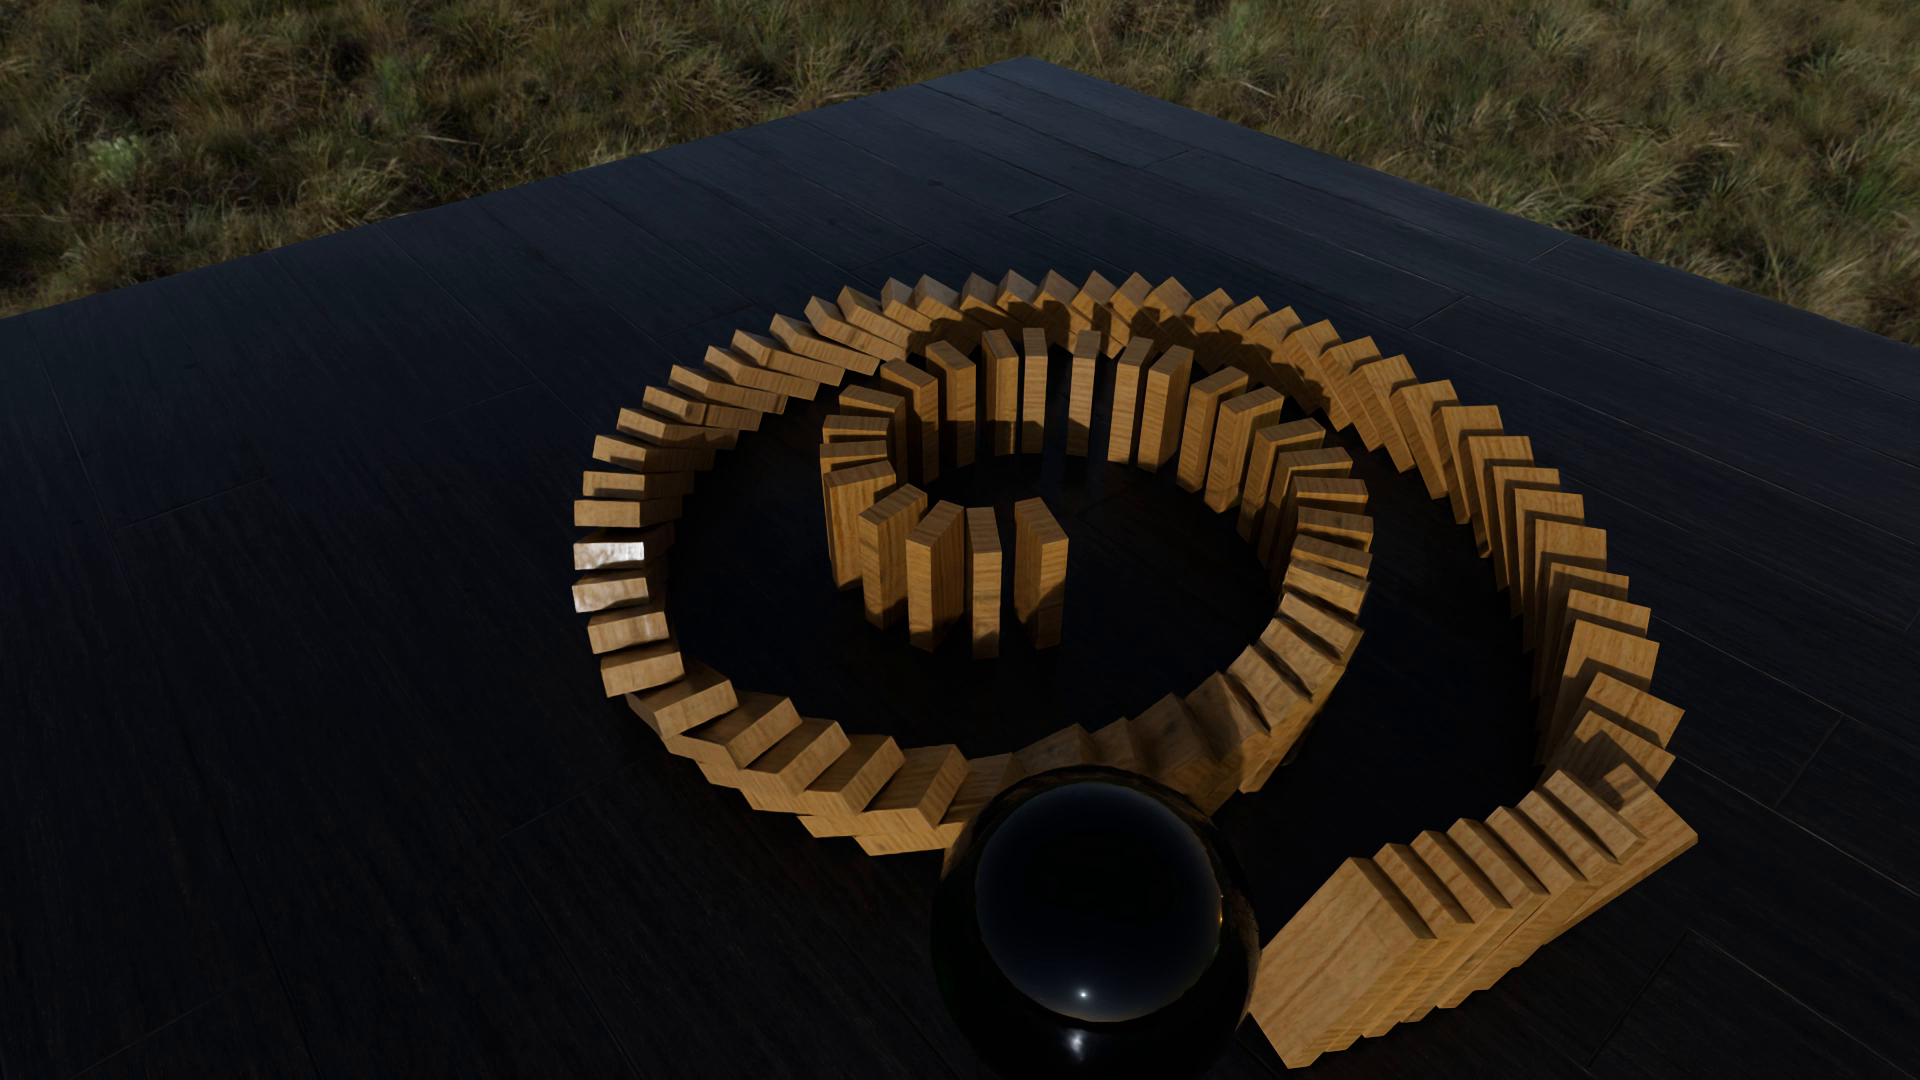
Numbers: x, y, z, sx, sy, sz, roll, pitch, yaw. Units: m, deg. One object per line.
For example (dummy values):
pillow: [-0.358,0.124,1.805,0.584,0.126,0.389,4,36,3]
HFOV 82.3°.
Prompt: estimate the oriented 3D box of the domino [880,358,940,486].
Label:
domino: [-0.021,-0.051,0.473,0.025,0.050,0.009,32,49,33]

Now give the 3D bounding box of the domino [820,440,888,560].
domino: [-0.040,-0.015,0.430,0.025,0.050,0.009,-4,39,-5]

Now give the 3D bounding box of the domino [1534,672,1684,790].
domino: [0.198,0.069,0.340,0.025,0.009,0.050,29,79,30]

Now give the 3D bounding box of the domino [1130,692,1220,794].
domino: [0.052,0.071,0.333,0.050,0.010,0.025,-40,38,16]

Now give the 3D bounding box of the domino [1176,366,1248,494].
domino: [0.107,-0.047,0.468,0.025,0.050,0.009,-27,46,-29]

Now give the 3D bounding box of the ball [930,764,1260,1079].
ball: [0.032,0.096,0.271,0.080,0.080,0.080,0,39,0]

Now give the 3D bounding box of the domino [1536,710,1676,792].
domino: [0.186,0.079,0.328,0.025,0.009,0.050,33,81,34]

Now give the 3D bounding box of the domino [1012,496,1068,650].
domino: [0.028,0.012,0.396,0.010,0.050,0.025,-13,41,-15]

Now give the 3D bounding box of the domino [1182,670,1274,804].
domino: [0.069,0.066,0.337,0.009,0.050,0.025,31,21,-37]

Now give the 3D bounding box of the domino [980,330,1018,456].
domino: [0.017,-0.066,0.492,0.009,0.050,0.025,-9,40,-11]

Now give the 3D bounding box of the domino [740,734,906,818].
domino: [-0.043,0.071,0.336,0.050,0.010,0.025,-10,26,44]

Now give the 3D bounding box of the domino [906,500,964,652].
domino: [-0.008,0.013,0.395,0.010,0.050,0.025,18,43,21]

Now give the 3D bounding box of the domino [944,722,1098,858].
domino: [0.018,0.077,0.327,0.050,0.009,0.025,-31,35,23]

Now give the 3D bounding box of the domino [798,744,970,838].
domino: [-0.023,0.076,0.331,0.050,0.009,0.025,-15,27,38]

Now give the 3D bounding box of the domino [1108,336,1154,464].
domino: [0.075,-0.062,0.487,0.009,0.050,0.025,14,41,17]

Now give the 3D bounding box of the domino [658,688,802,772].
domino: [-0.074,0.059,0.351,0.025,0.010,0.050,-37,20,-34]

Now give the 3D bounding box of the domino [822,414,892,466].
domino: [-0.040,-0.026,0.443,0.025,0.050,0.010,4,39,4]

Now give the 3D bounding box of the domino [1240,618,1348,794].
domino: [0.097,0.053,0.350,0.009,0.050,0.025,13,23,-45]

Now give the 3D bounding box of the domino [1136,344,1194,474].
domino: [0.090,-0.057,0.481,0.010,0.050,0.025,22,44,25]

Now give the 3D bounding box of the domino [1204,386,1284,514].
domino: [0.117,-0.037,0.457,0.025,0.050,0.009,-21,44,-23]

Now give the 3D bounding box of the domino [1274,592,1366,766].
domino: [0.107,0.045,0.358,0.025,0.050,0.010,33,19,34]

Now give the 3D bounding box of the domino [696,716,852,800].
domino: [-0.059,0.066,0.342,0.050,0.009,0.025,-6,28,49]

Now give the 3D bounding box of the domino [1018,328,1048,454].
domino: [0.032,-0.067,0.493,0.009,0.050,0.025,0,39,0]

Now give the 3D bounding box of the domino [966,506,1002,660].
domino: [0.008,0.016,0.392,0.010,0.050,0.025,-3,39,-4]

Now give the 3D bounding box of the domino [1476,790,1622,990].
domino: [0.149,0.095,0.298,0.010,0.050,0.025,19,25,-39]

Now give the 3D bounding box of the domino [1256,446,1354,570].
domino: [0.133,-0.012,0.426,0.025,0.050,0.010,-6,40,-7]

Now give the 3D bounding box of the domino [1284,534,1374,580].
domino: [0.124,0.024,0.382,0.025,0.050,0.009,17,38,20]

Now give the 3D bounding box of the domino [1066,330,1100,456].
domino: [0.055,-0.065,0.491,0.010,0.050,0.025,7,40,9]

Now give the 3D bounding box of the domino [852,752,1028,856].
domino: [-0.006,0.079,0.327,0.050,0.010,0.025,-17,28,35]

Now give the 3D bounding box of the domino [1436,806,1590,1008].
domino: [0.139,0.098,0.295,0.009,0.050,0.025,19,25,-39]

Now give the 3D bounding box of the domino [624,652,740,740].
domino: [-0.093,0.051,0.363,0.025,0.009,0.050,-23,15,-25]

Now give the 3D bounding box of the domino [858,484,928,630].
domino: [-0.024,0.007,0.403,0.010,0.050,0.025,30,48,31]

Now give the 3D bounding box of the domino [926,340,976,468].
domino: [-0.004,-0.059,0.484,0.009,0.050,0.025,-22,44,-25]

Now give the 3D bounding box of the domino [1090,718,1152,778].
domino: [0.033,0.076,0.329,0.050,0.010,0.025,-32,35,20]

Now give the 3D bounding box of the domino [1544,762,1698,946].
domino: [0.177,0.089,0.312,0.050,0.010,0.025,-39,49,9]

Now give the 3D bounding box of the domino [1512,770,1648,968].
domino: [0.160,0.091,0.304,0.009,0.050,0.025,17,24,-41]

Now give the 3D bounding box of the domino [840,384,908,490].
domino: [-0.035,-0.039,0.458,0.025,0.050,0.009,16,42,18]

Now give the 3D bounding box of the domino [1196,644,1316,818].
domino: [0.084,0.060,0.343,0.009,0.050,0.025,24,21,-41]

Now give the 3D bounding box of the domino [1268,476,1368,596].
domino: [0.133,0.000,0.412,0.025,0.050,0.009,3,39,4]

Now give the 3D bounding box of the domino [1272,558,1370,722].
domino: [0.117,0.034,0.370,0.025,0.050,0.009,21,26,24]

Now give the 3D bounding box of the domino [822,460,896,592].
domino: [-0.037,-0.005,0.417,0.025,0.050,0.009,-13,41,-15]

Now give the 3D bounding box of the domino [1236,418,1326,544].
domino: [0.128,-0.023,0.440,0.025,0.050,0.009,-13,41,-15]

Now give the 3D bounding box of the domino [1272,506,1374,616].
domino: [0.130,0.012,0.396,0.025,0.050,0.009,9,40,11]
